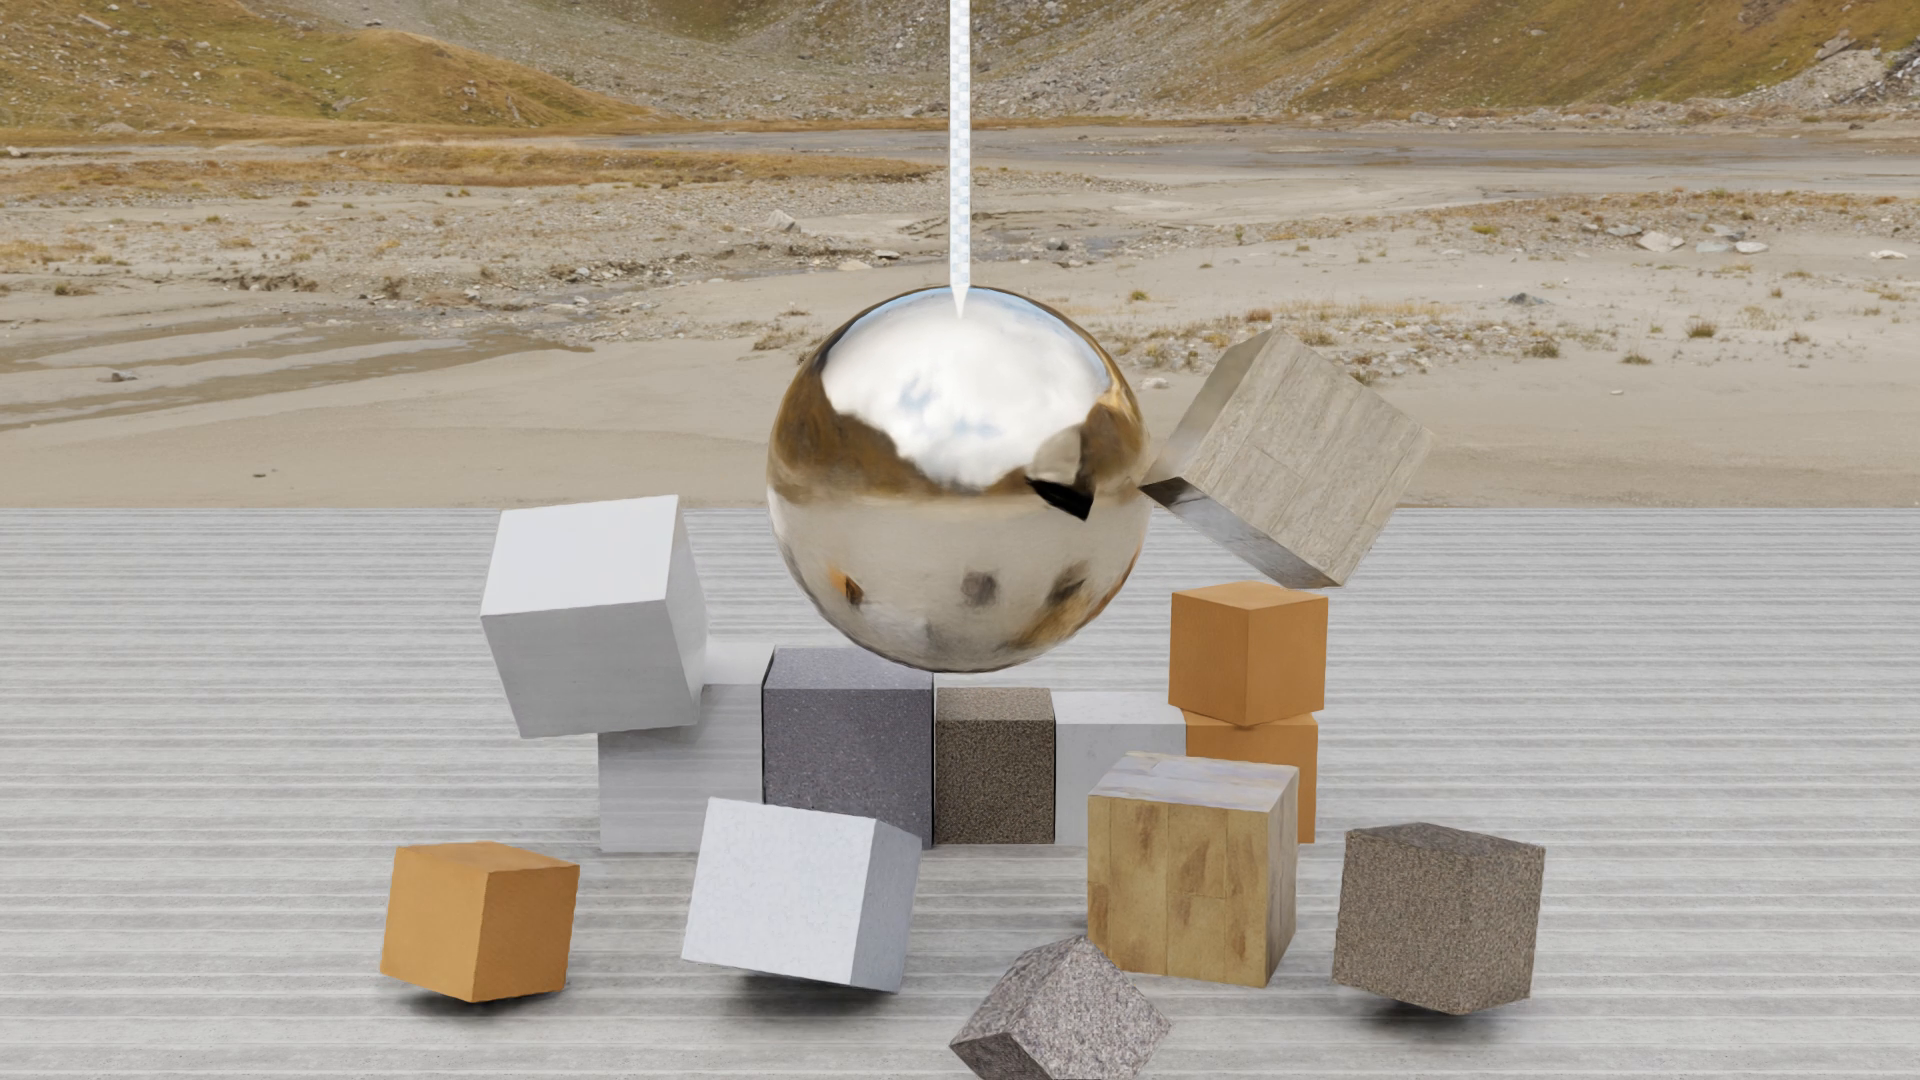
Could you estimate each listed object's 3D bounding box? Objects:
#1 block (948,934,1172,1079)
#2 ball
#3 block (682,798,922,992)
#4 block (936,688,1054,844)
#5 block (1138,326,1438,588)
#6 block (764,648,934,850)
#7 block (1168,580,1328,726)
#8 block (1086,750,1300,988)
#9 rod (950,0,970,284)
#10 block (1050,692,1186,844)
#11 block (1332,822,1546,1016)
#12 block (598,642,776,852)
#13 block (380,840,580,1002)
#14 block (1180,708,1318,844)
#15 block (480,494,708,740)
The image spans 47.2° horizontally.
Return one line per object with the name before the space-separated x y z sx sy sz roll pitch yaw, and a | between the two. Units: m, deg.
block | 0.347 1.729 7.672 0.458 0.452 0.475 -47 6 -30
ball | 0.000 -0.247 9.041 1.600 1.600 1.600 0 10 0
block | -0.631 1.461 9.010 0.708 0.647 0.703 5 -12 16
block | 0.175 1.159 11.387 0.597 0.646 0.666 0 10 0
block | 1.168 -0.279 7.972 0.691 0.629 0.723 34 -5 -5
block | -0.556 1.066 11.383 0.830 0.831 0.887 0 10 0
block | 1.479 0.571 11.301 0.578 0.591 0.550 -7 13 -38
block | 1.018 1.415 9.568 0.777 0.775 0.655 4 12 19
rod | 0.000 -3.598 9.619 0.080 5.200 0.080 0 -10 0
block | 0.807 1.169 11.387 0.651 0.625 0.655 0 10 0
block | 1.916 1.498 8.799 0.564 0.612 0.588 7 3 42
block | -1.388 1.053 11.360 0.813 0.863 0.900 0 10 0
block | -1.979 1.563 9.081 0.534 0.523 0.527 8 0 34
block | 1.466 1.172 11.397 0.657 0.617 0.659 0 10 0
block | -1.735 0.371 10.590 0.861 0.822 0.744 -5 41 3
